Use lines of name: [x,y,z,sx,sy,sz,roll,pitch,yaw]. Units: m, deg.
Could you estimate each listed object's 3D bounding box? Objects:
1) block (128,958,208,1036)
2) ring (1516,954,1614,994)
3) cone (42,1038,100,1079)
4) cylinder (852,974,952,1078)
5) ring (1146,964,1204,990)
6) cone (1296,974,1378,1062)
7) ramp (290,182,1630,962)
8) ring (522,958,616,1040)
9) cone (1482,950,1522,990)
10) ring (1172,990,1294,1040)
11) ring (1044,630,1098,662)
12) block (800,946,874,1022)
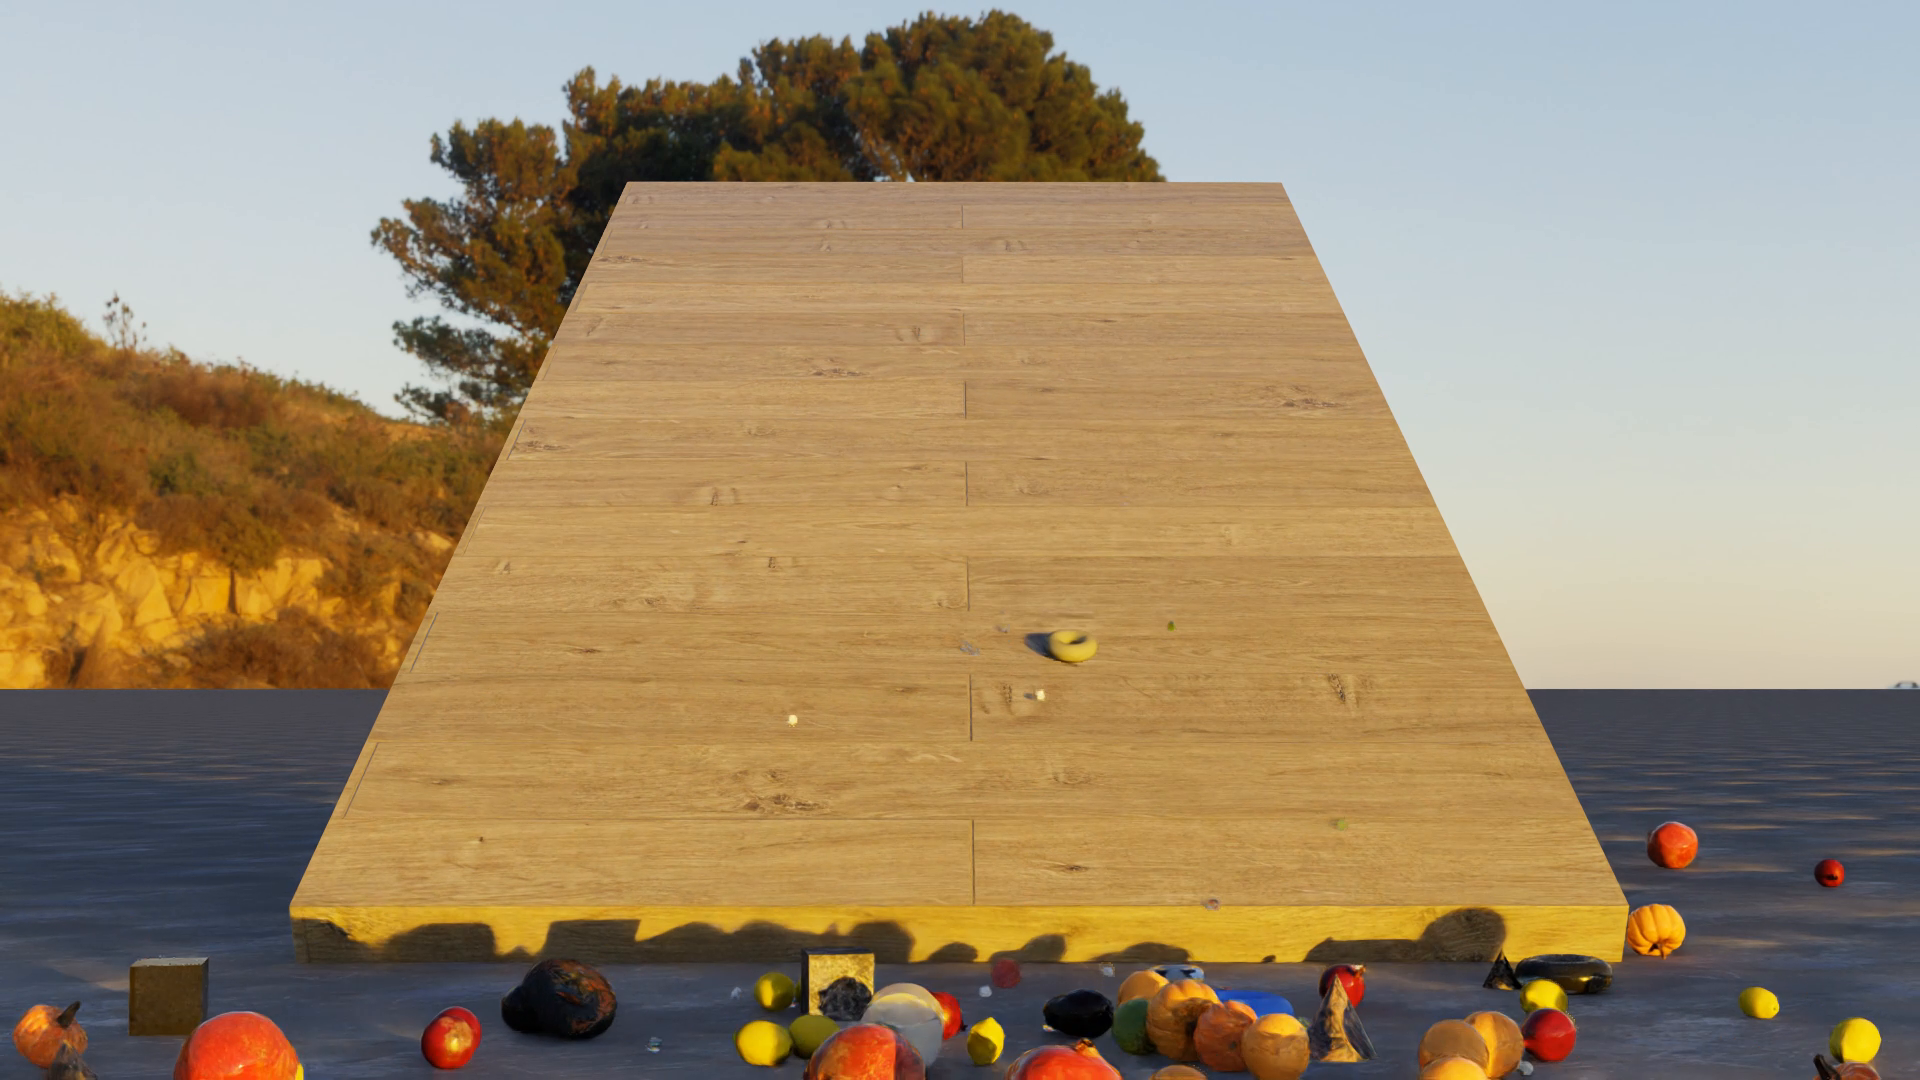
block: [-0.962,0.555,2.835,0.082,0.082,0.082,1,-4,-13]
ring: [0.830,0.597,3.203,0.131,0.044,0.131,-1,-3,0]
cone: [-0.921,0.558,2.433,0.058,0.058,0.058,28,-11,-14]
cylinder: [-0.063,0.532,2.530,0.090,0.090,0.090,-1,13,12]
ring: [0.298,0.607,3.234,0.083,0.028,0.083,-1,-3,0]
cone: [0.428,0.538,2.644,0.092,0.092,0.092,0,-4,0]
ramp: [-0.008,-0.229,5.321,2.000,0.100,4.000,0,24,0]
ring: [-0.467,0.548,2.783,0.118,0.039,0.118,22,27,-12]
cone: [0.752,0.594,3.232,0.053,0.053,0.053,0,-4,0]
ring: [0.328,0.570,2.795,0.145,0.048,0.145,1,-5,0]
ring: [0.201,0.191,4.229,0.097,0.032,0.097,1,24,-1]
block: [-0.156,0.562,2.951,0.082,0.082,0.082,1,-4,-11]
